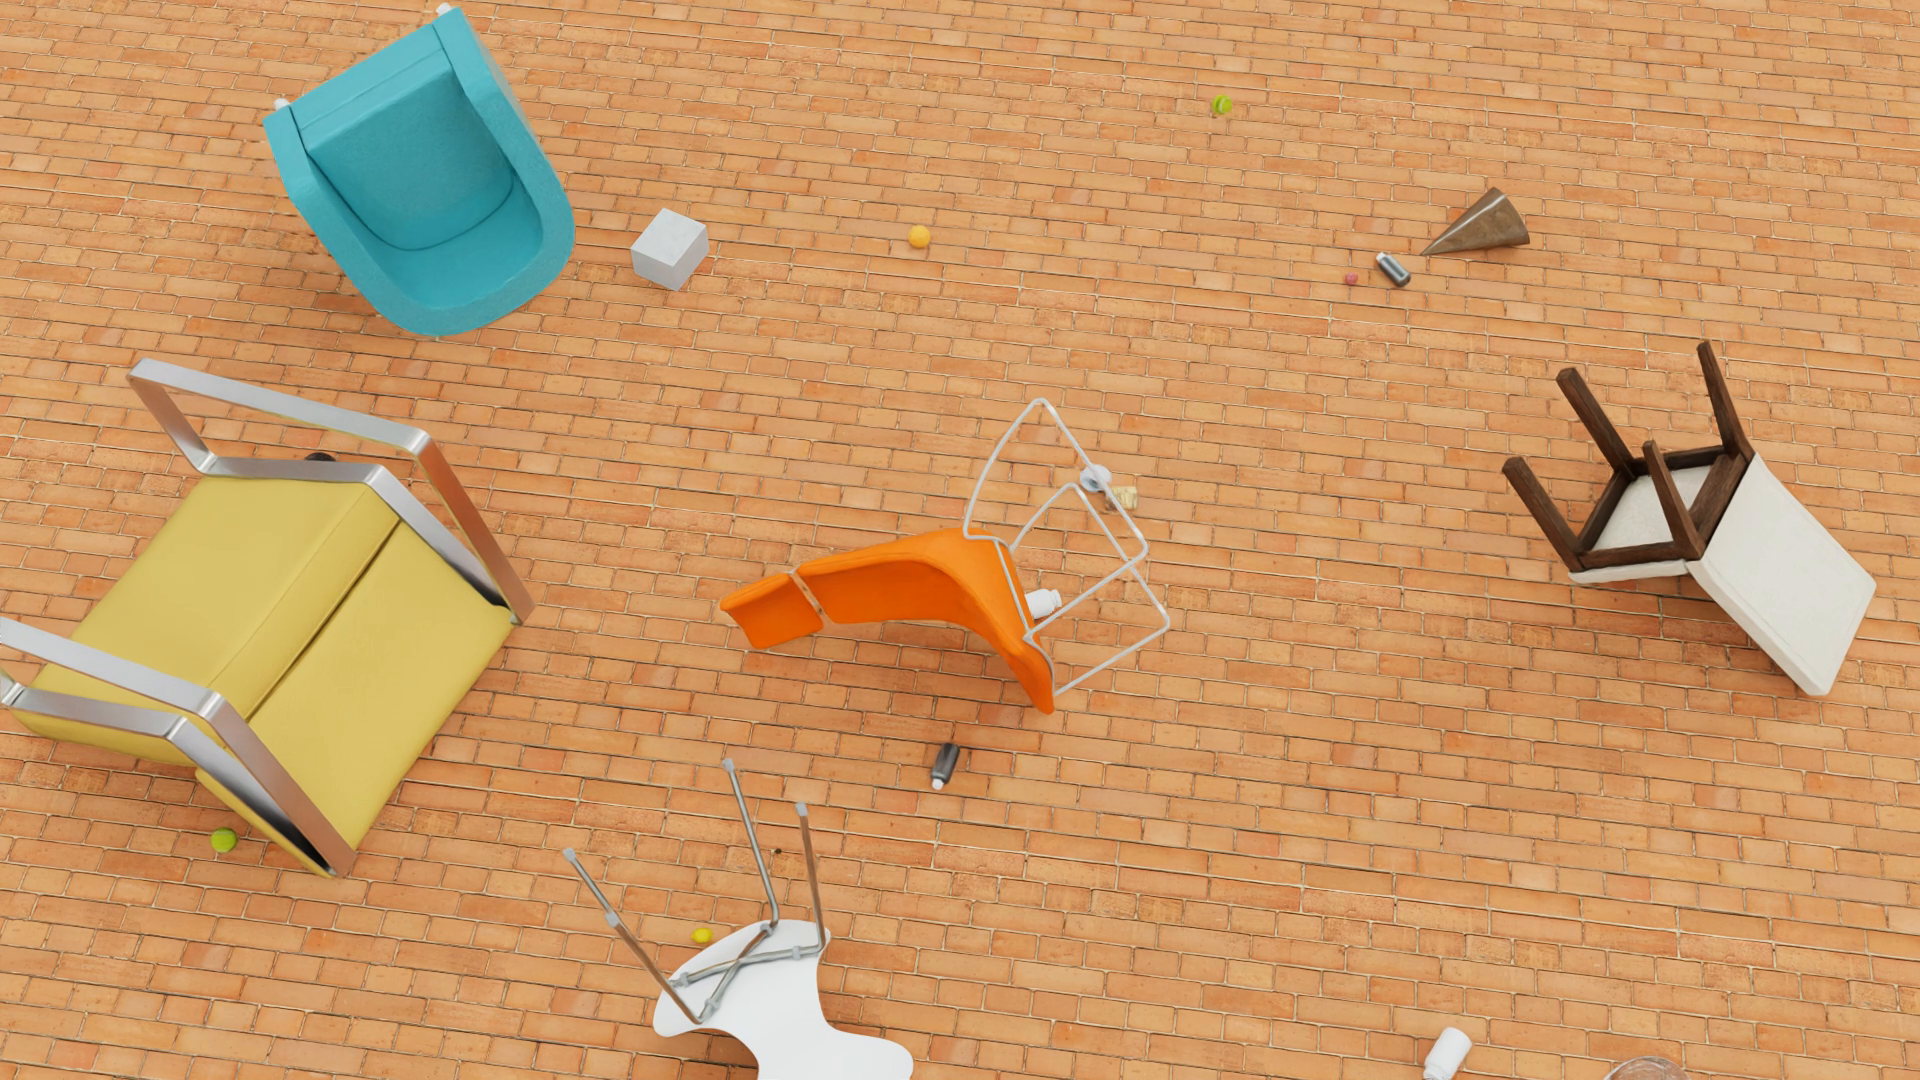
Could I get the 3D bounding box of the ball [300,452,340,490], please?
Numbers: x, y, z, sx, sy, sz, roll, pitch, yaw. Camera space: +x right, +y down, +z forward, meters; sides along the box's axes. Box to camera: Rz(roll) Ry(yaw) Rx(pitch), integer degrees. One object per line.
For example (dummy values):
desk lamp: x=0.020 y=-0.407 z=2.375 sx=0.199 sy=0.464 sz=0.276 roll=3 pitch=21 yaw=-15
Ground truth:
ball: x=-1.935 y=-0.208 z=6.644 sx=0.116 sy=0.116 sz=0.116 roll=0 pitch=56 yaw=0

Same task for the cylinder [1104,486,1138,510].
cylinder: x=0.486 y=-0.127 z=6.633 sx=0.095 sy=0.044 sz=0.081 roll=-1 pitch=54 yaw=-1

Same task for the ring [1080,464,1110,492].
ring: x=0.408 y=-0.187 z=6.643 sx=0.101 sy=0.083 sz=0.057 roll=-10 pitch=34 yaw=47

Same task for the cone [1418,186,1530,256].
cone: x=1.650 y=-0.996 z=7.203 sx=0.337 sy=0.132 sz=0.260 roll=-24 pitch=54 yaw=-2

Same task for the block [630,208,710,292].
block: x=-0.939 y=-0.942 z=7.131 sx=0.163 sy=0.124 sz=0.199 roll=24 pitch=59 yaw=15

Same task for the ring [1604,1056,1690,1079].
ring: x=1.725 y=1.463 z=5.561 sx=0.258 sy=0.053 sz=0.363 roll=32 pitch=62 yaw=20
